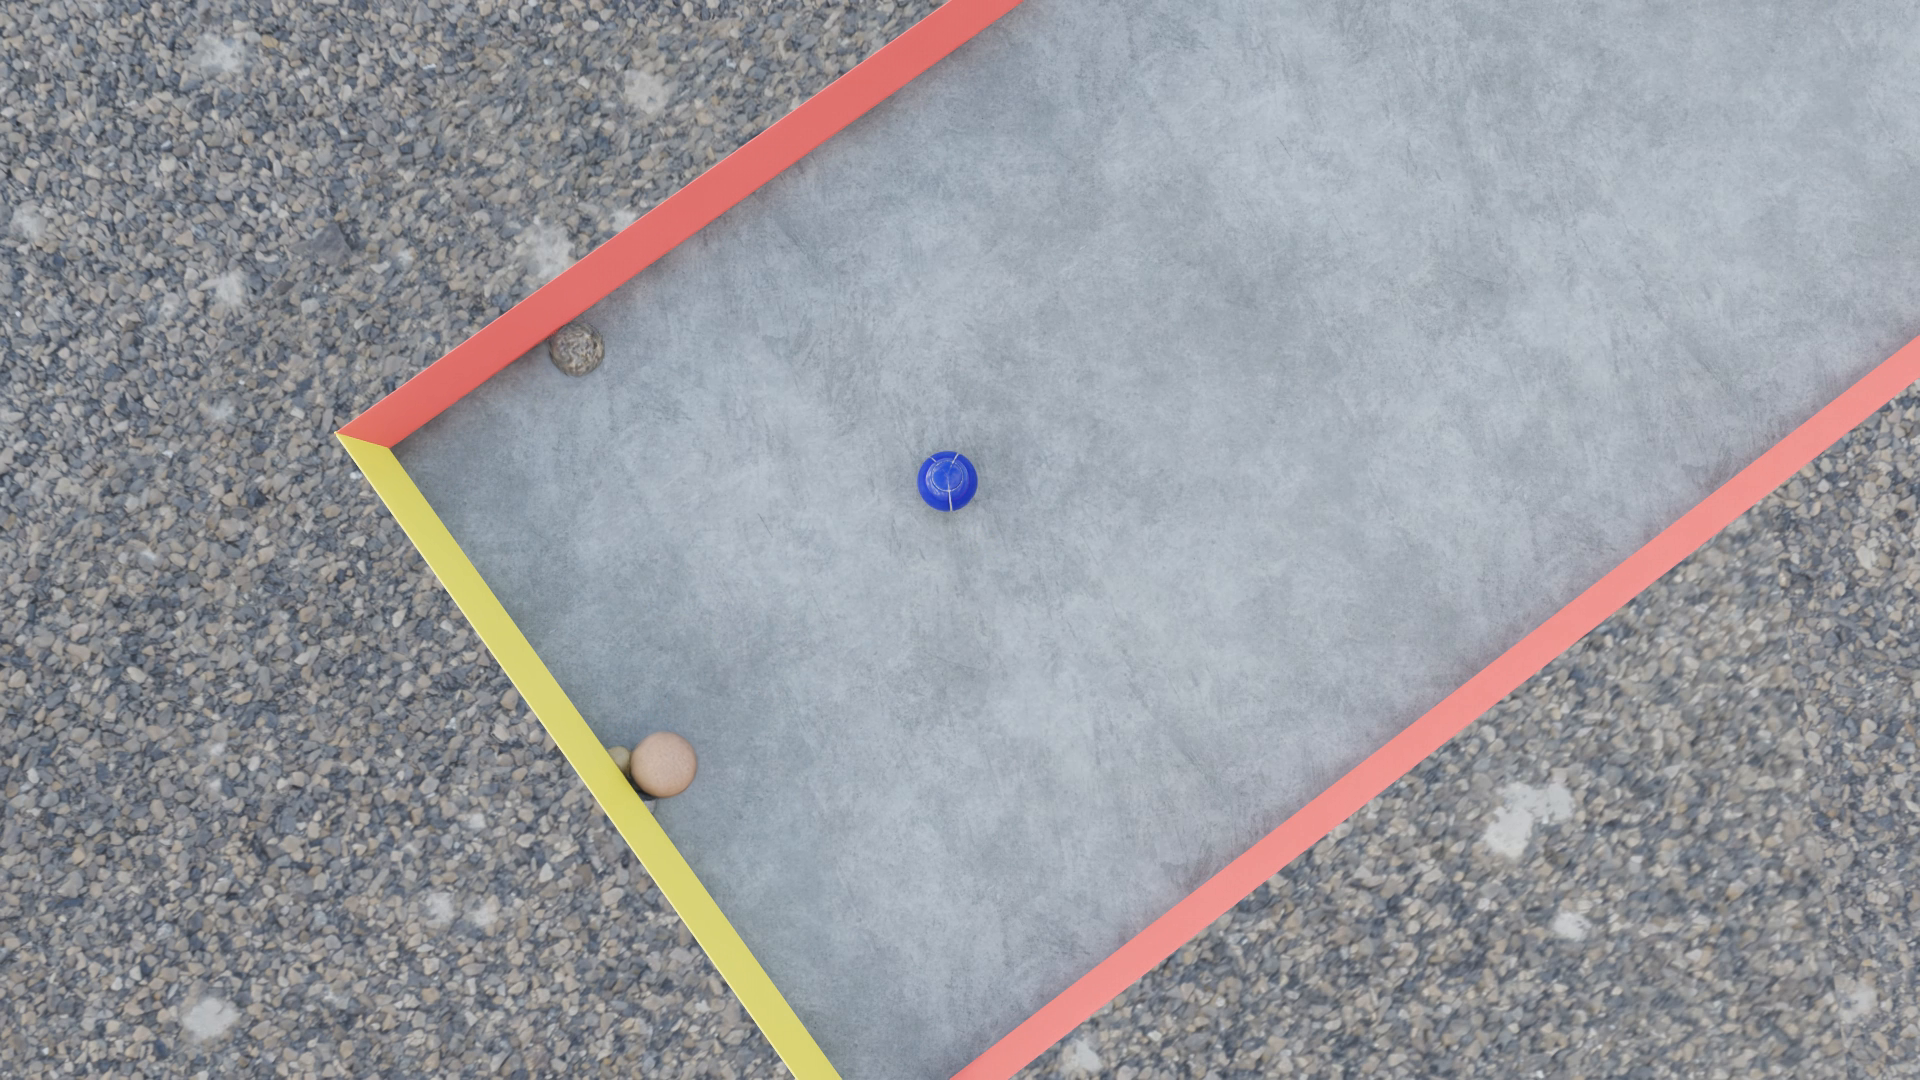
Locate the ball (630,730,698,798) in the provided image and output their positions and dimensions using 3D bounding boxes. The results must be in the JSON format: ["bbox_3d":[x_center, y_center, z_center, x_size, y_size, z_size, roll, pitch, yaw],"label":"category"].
[{"bbox_3d":[-0.433,0.328,3.213,0.097,0.097,0.097,0,80,0],"label":"ball"}]

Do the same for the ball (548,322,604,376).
[{"bbox_3d":[-0.581,-0.288,3.331,0.081,0.081,0.081,0,80,0],"label":"ball"}]

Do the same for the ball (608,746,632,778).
[{"bbox_3d":[-0.502,0.327,3.238,0.048,0.048,0.048,0,80,0],"label":"ball"}]

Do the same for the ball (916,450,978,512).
[{"bbox_3d":[-0.019,-0.088,3.290,0.092,0.092,0.092,0,80,0],"label":"ball"}]

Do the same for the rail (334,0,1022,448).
[{"bbox_3d":[0.136,-0.892,3.415,2.594,0.126,0.045,-36,82,-6],"label":"rail"}]

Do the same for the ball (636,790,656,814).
[{"bbox_3d":[-0.466,0.386,3.231,0.041,0.041,0.041,0,80,0],"label":"ball"}]

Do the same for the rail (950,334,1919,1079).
[{"bbox_3d":[0.903,0.117,3.235,2.594,0.126,0.045,-36,82,-6],"label":"rail"}]

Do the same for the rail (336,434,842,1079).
[{"bbox_3d":[-0.500,0.363,3.191,0.045,0.126,1.327,-36,82,-6],"label":"rail"}]
